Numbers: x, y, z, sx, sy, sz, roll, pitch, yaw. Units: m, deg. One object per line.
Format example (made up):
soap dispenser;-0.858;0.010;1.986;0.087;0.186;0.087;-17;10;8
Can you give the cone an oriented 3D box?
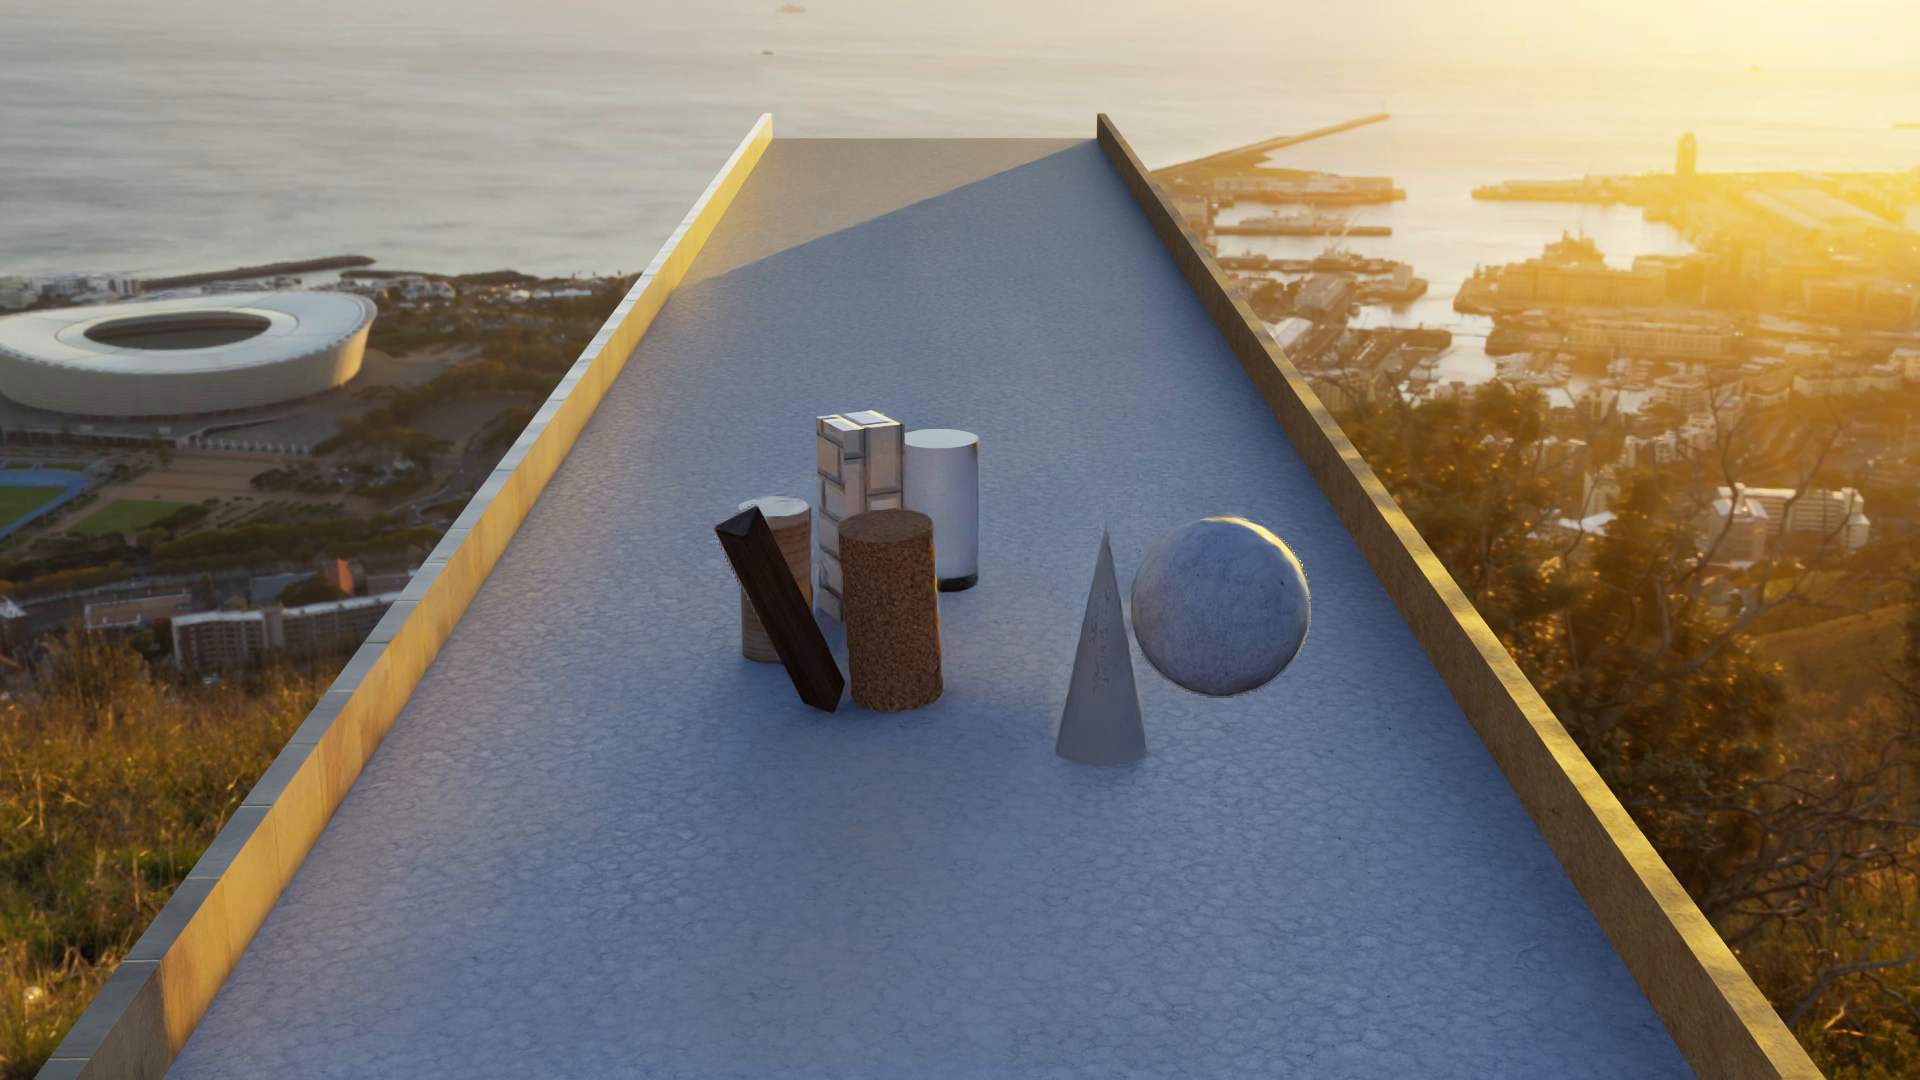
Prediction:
cone;0.255;0.172;3.898;0.168;0.427;0.168;0;17;0

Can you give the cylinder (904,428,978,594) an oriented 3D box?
cylinder;-0.047;-0.066;4.871;0.176;0.328;0.176;0;17;0

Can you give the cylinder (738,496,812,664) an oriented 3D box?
cylinder;-0.369;0.080;4.419;0.144;0.307;0.144;0;17;0

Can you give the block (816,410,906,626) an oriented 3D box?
block;-0.208;-0.048;4.648;0.139;0.421;0.139;-8;18;-26

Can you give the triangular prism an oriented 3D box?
triangular prism;-0.316;0.127;4.059;0.087;0.428;0.076;14;48;44

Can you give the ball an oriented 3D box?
ball;0.468;0.120;3.966;0.322;0.322;0.322;0;17;0

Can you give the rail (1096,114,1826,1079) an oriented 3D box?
rail;0.932;-0.844;7.801;0.050;0.150;12.000;0;17;-1

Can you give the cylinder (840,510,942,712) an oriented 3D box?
cylinder;-0.129;0.132;4.157;0.175;0.342;0.175;-3;21;1

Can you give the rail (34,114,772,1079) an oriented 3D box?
rail;-1.118;-0.838;7.780;0.050;0.150;12.000;0;17;-1
